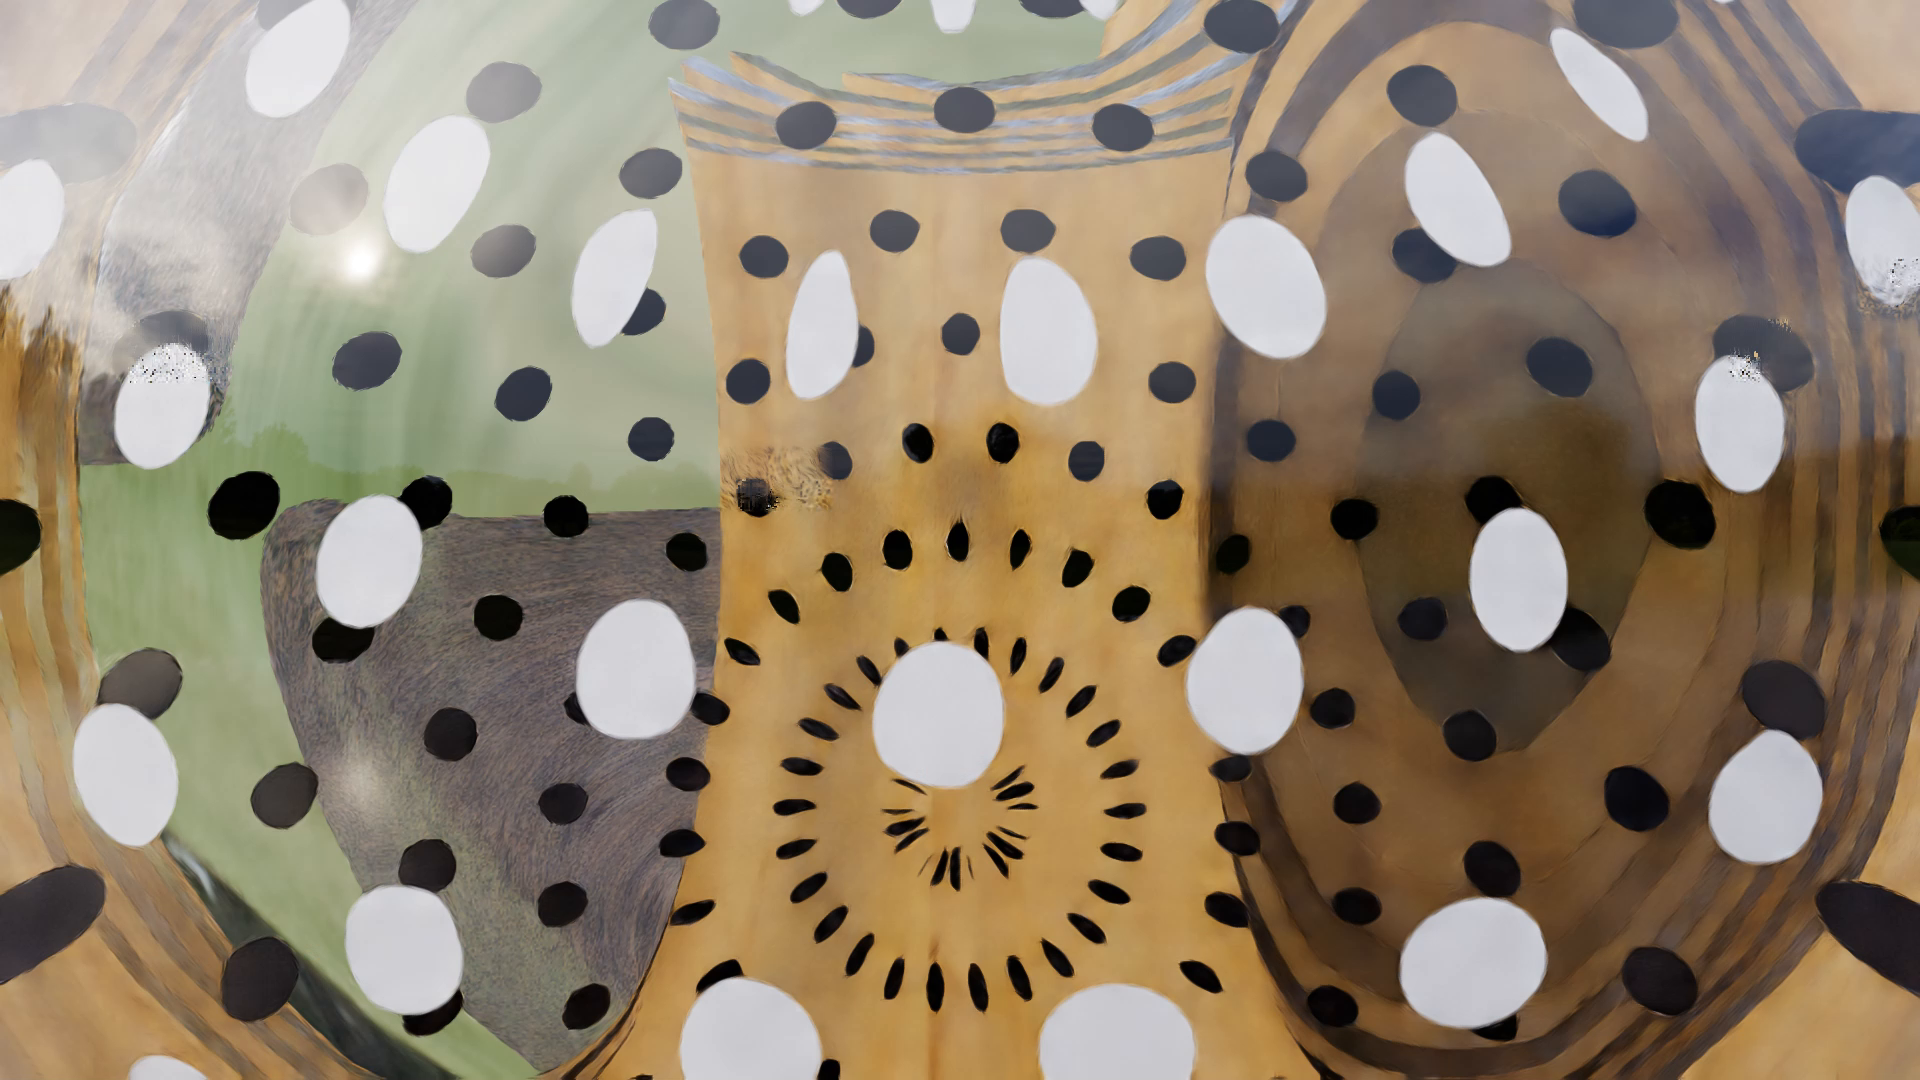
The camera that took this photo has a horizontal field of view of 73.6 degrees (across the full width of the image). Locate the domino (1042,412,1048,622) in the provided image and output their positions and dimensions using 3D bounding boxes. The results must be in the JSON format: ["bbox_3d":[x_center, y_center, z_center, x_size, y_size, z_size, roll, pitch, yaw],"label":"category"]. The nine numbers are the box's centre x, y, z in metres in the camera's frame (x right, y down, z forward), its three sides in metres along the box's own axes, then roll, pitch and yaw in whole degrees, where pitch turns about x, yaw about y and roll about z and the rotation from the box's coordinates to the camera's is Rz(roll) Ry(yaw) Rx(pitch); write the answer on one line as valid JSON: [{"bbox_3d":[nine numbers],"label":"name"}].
[{"bbox_3d":[0.008,-0.006,0.307,0.025,0.050,0.009,2,5,20],"label":"domino"}]

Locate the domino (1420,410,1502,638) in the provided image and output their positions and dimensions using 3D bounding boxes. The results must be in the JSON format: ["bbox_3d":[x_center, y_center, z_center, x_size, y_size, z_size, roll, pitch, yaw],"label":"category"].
[{"bbox_3d":[0.114,-0.004,0.292,0.009,0.050,0.025,3,5,37],"label":"domino"}]

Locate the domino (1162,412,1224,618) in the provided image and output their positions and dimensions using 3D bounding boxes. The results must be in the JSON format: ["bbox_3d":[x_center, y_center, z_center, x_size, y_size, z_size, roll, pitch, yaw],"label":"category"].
[{"bbox_3d":[0.060,-0.007,0.326,0.009,0.050,0.025,2,5,23],"label":"domino"}]

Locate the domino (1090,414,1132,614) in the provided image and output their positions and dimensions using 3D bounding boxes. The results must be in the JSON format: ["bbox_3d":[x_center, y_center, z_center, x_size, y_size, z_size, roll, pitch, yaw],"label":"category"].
[{"bbox_3d":[0.039,-0.007,0.332,0.009,0.050,0.025,0,4,4],"label":"domino"}]

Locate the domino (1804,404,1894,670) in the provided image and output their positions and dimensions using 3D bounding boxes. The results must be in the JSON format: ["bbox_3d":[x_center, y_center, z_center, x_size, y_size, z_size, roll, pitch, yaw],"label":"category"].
[{"bbox_3d":[0.175,-0.001,0.254,0.009,0.050,0.025,2,5,27],"label":"domino"}]

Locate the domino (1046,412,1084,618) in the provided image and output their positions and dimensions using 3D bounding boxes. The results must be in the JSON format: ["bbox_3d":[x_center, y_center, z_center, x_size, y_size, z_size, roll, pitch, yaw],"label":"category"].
[{"bbox_3d":[0.019,-0.007,0.326,0.009,0.050,0.025,-4,6,-42],"label":"domino"}]

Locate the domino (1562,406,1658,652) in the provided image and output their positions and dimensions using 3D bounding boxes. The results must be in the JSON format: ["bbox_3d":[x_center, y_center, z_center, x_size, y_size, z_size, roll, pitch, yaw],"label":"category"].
[{"bbox_3d":[0.138,-0.003,0.272,0.009,0.050,0.025,4,6,44],"label":"domino"}]

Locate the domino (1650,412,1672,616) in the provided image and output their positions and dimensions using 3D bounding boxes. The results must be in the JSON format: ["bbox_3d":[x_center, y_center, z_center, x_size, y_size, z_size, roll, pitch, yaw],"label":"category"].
[{"bbox_3d":[0.174,-0.006,0.319,0.025,0.050,0.009,0,4,3],"label":"domino"}]

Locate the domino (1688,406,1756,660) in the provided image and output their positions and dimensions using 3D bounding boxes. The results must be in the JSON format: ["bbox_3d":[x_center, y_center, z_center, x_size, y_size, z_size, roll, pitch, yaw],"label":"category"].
[{"bbox_3d":[0.156,-0.002,0.264,0.010,0.050,0.025,2,5,29],"label":"domino"}]

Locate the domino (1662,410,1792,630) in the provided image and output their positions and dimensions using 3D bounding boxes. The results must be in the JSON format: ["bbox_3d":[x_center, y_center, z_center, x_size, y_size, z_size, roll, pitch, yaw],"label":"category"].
[{"bbox_3d":[0.178,-0.005,0.298,0.025,0.050,0.009,-1,4,-16],"label":"domino"}]

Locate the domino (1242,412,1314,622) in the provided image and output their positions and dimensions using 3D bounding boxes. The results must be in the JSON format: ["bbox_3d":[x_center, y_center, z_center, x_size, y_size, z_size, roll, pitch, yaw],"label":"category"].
[{"bbox_3d":[0.079,-0.006,0.316,0.009,0.050,0.025,3,5,31],"label":"domino"}]

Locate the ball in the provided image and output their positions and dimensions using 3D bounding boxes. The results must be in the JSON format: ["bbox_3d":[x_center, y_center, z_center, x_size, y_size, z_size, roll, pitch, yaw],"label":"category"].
[{"bbox_3d":[0.000,-0.002,0.056,0.080,0.080,0.080,0,4,0],"label":"ball"}]

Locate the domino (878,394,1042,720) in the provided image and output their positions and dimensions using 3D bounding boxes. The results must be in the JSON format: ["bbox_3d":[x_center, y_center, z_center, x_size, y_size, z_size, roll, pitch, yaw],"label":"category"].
[{"bbox_3d":[0.000,0.002,0.201,0.025,0.050,0.009,0,4,0],"label":"domino"}]

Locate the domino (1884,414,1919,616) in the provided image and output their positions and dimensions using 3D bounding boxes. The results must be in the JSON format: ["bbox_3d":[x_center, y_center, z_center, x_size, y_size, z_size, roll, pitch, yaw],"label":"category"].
[{"bbox_3d":[0.243,-0.007,0.328,0.025,0.050,0.010,-4,6,-41],"label":"domino"}]

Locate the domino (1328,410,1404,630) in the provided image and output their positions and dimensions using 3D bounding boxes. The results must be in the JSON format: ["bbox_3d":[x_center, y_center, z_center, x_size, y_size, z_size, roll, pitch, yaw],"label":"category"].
[{"bbox_3d":[0.097,-0.005,0.305,0.009,0.050,0.025,3,5,34],"label":"domino"}]

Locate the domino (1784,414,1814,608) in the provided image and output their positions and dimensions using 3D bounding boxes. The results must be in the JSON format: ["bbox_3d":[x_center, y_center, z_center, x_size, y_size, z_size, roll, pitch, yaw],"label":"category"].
[{"bbox_3d":[0.227,-0.008,0.342,0.009,0.050,0.025,3,5,30],"label":"domino"}]

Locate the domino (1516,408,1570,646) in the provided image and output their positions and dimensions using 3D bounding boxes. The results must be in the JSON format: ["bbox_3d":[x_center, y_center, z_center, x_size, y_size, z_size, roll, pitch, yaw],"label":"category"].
[{"bbox_3d":[0.131,-0.003,0.280,0.009,0.050,0.025,4,6,41],"label":"domino"}]
